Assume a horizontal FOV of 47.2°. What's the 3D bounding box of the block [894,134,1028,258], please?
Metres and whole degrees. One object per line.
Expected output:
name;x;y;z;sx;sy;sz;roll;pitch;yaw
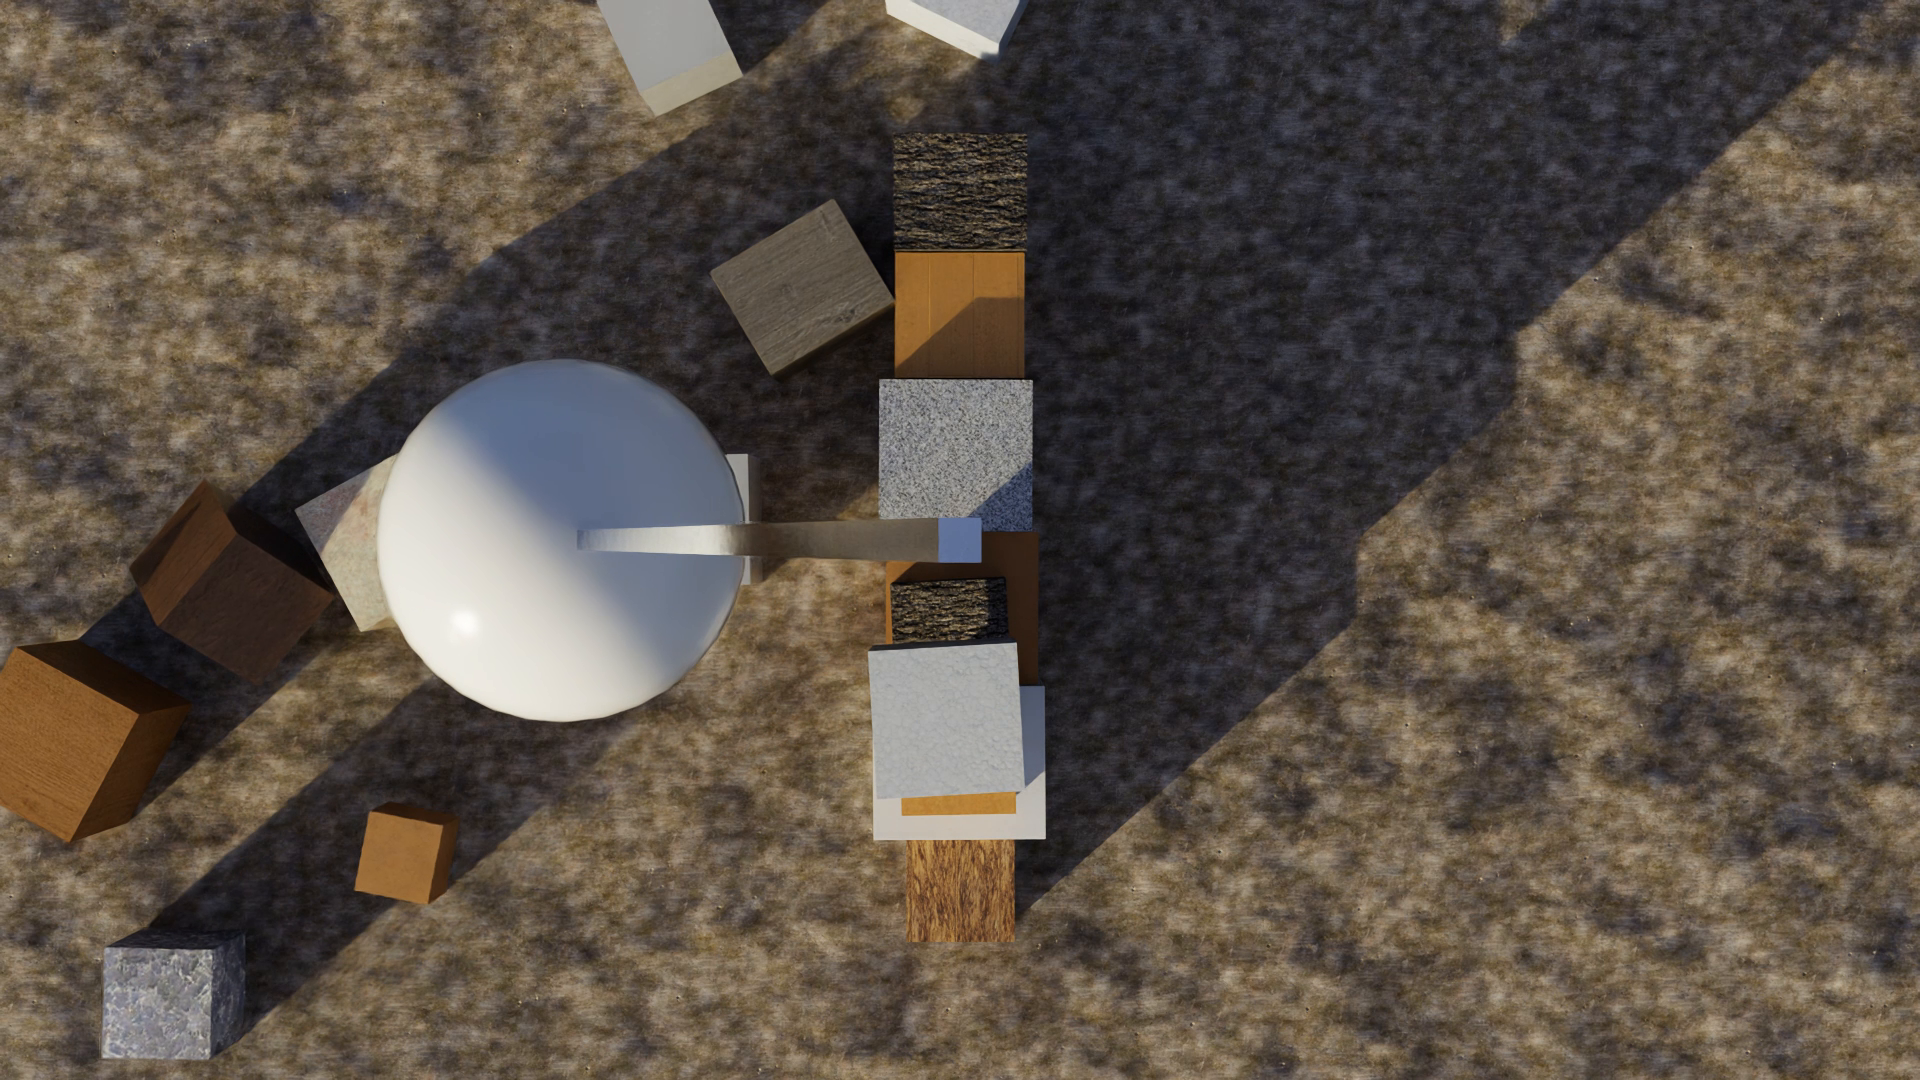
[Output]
block;0.002;-1.940;12.613;0.742;0.773;0.645;0;90;0

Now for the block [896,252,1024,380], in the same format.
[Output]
block;-0.001;-1.259;12.655;0.726;0.691;0.701;0;90;0

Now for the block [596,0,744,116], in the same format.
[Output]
block;-1.661;-2.889;12.650;0.568;0.700;0.592;-25;90;0

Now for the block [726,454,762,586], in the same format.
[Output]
block;-1.584;-0.107;12.614;0.823;0.772;0.729;-1;90;0

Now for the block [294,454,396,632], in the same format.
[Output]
block;-3.166;-0.023;12.620;0.809;0.760;0.775;-29;90;0

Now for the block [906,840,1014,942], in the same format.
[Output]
block;0.004;1.961;12.689;0.608;0.622;0.604;0;90;0

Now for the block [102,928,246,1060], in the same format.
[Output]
block;-4.532;2.618;12.707;0.610;0.586;0.623;1;90;0

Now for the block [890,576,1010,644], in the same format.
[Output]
block;-0.049;0.506;11.932;0.616;0.576;0.578;-3;90;0

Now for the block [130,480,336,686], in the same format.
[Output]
block;-4.130;0.239;12.464;0.665;0.797;0.697;-50;129;-1

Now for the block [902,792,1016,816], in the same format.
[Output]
block;-0.011;1.137;11.804;0.598;0.677;0.592;-1;90;0

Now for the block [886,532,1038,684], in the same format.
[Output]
block;0.012;0.377;12.610;0.847;0.780;0.845;0;90;0

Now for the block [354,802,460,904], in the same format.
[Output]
block;-3.208;1.816;12.782;0.429;0.436;0.463;11;90;0

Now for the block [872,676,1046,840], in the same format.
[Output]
block;-0.005;1.232;12.571;0.950;0.857;0.844;0;90;0

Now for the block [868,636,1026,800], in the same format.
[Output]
block;-0.065;0.891;11.144;0.733;0.645;0.730;-3;90;0

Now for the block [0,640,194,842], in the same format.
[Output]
block;-5.069;1.130;12.572;0.782;0.856;0.807;29;90;0

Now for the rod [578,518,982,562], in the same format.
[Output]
rod;-0.753;0.000;6.396;0.080;5.200;0.080;0;90;-17

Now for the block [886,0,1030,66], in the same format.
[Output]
block;0.034;-3.241;12.702;0.721;0.596;0.638;26;90;0

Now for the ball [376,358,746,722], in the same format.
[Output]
ball;-1.738;0.000;9.650;1.600;1.600;1.600;0;90;0

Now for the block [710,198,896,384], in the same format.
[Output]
block;-0.884;-1.419;12.652;0.812;0.694;0.672;-31;90;0

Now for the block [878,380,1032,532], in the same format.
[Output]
block;-0.024;-0.467;12.573;0.847;0.855;0.838;0;90;0
